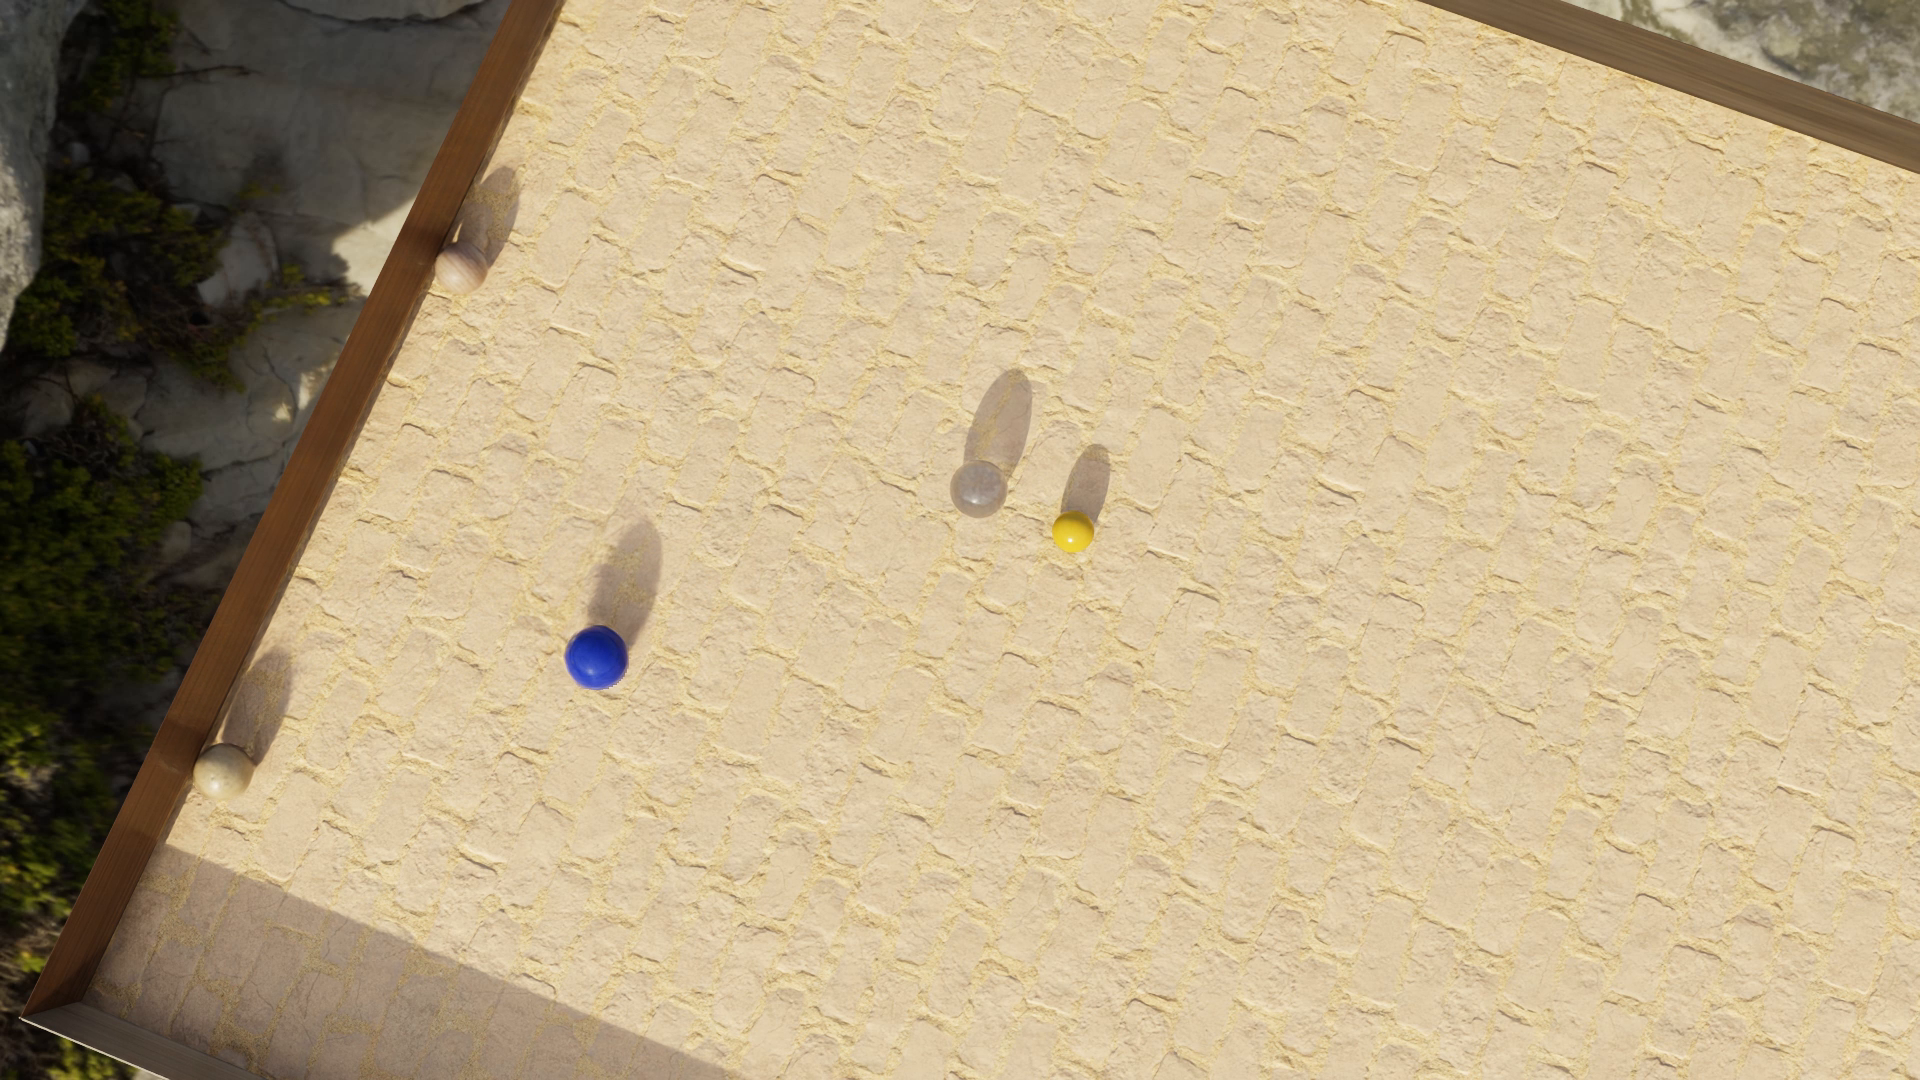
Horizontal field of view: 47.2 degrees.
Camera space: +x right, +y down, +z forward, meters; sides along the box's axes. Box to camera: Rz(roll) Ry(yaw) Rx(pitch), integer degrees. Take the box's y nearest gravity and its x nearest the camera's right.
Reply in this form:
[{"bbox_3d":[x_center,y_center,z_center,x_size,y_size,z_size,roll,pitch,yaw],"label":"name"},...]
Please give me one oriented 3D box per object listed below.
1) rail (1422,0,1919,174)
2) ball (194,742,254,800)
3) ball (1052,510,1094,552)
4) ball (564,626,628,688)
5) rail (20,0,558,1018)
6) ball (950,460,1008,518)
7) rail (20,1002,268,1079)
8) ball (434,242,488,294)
[{"bbox_3d":[1.308,-0.675,3.481,3.875,0.123,0.045,21,77,5],"label":"rail"},{"bbox_3d":[-1.086,0.341,3.243,0.084,0.084,0.084,0,76,0],"label":"ball"},{"bbox_3d":[0.172,-0.013,3.343,0.065,0.065,0.065,0,76,0],"label":"ball"},{"bbox_3d":[-0.543,0.174,3.280,0.095,0.095,0.095,0,76,0],"label":"ball"},{"bbox_3d":[-0.881,-0.338,3.395,0.045,0.123,2.283,21,77,5],"label":"rail"},{"bbox_3d":[0.029,-0.077,3.347,0.090,0.090,0.090,0,76,0],"label":"ball"},{"bbox_3d":[0.498,1.344,2.966,3.875,0.123,0.045,21,77,5],"label":"rail"},{"bbox_3d":[-0.780,-0.426,3.440,0.081,0.081,0.081,0,76,0],"label":"ball"}]
